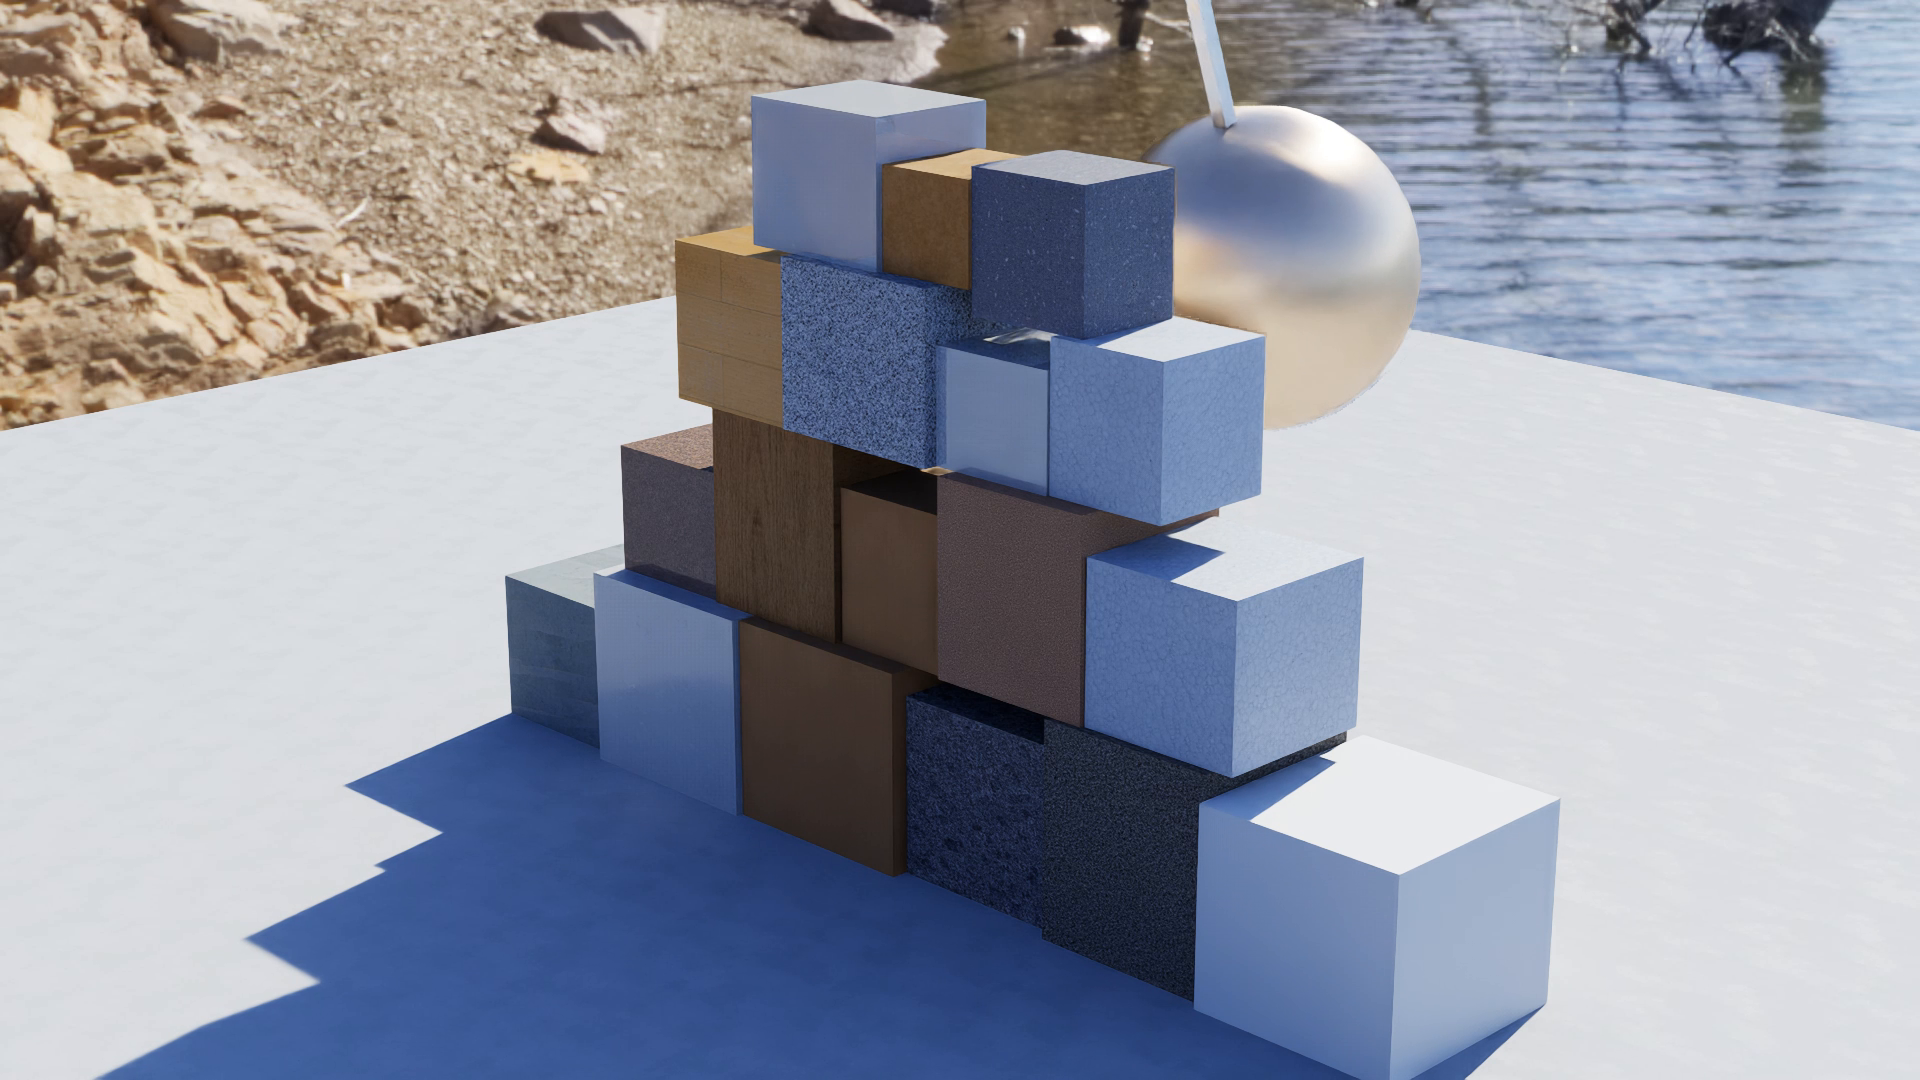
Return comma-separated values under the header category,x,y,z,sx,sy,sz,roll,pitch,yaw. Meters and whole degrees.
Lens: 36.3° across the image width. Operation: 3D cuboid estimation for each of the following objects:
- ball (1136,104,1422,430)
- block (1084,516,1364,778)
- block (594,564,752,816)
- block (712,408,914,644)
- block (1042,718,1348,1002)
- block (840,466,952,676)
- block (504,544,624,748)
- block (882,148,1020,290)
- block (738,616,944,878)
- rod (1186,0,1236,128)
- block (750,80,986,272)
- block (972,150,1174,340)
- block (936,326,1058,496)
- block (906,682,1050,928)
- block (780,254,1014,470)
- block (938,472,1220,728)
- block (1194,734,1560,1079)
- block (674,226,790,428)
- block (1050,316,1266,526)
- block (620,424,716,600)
category,x,y,z,sx,sy,sz,roll,pitch,yaw
ball,1.467,-1.337,14.459,1.600,1.600,1.600,0,17,0
block,1.103,0.430,12.293,0.819,0.756,0.810,-17,24,-42
block,-1.069,0.631,14.681,1.067,0.993,1.050,-17,24,-42
block,-0.585,-0.159,13.924,0.838,0.970,0.809,17,24,42
block,1.006,1.249,12.658,0.930,1.026,0.904,-17,24,-42
block,-0.050,0.121,13.410,0.678,0.749,0.716,-17,24,-42
block,-1.767,0.546,15.340,0.846,0.761,0.841,-17,24,-42
block,0.052,-1.411,12.825,0.576,0.476,0.528,-17,24,-42
block,-0.334,0.860,13.958,0.966,0.990,1.044,-17,24,-42
rod,0.636,-4.132,12.709,0.080,5.200,0.080,17,44,42
block,-0.414,-1.659,13.259,0.679,0.684,0.818,-17,24,-42
block,0.476,-1.262,12.440,0.556,0.647,0.652,-17,24,-42
block,0.373,-0.587,12.766,0.689,0.547,0.662,-17,24,-42
block,0.376,1.125,13.319,0.837,0.867,0.913,-17,24,-42
block,-0.179,-0.881,13.274,0.853,0.805,0.925,-17,24,-42
block,0.517,0.164,12.844,0.885,0.935,0.851,-17,24,-42
block,1.707,1.498,12.043,1.083,0.921,1.003,-17,24,-42
block,-0.789,-1.042,13.837,0.800,0.766,0.745,-17,24,-42
block,0.826,-0.519,12.300,0.645,0.691,0.624,-17,24,-42
block,-1.159,-0.163,14.489,0.724,0.637,0.712,-17,24,-42
